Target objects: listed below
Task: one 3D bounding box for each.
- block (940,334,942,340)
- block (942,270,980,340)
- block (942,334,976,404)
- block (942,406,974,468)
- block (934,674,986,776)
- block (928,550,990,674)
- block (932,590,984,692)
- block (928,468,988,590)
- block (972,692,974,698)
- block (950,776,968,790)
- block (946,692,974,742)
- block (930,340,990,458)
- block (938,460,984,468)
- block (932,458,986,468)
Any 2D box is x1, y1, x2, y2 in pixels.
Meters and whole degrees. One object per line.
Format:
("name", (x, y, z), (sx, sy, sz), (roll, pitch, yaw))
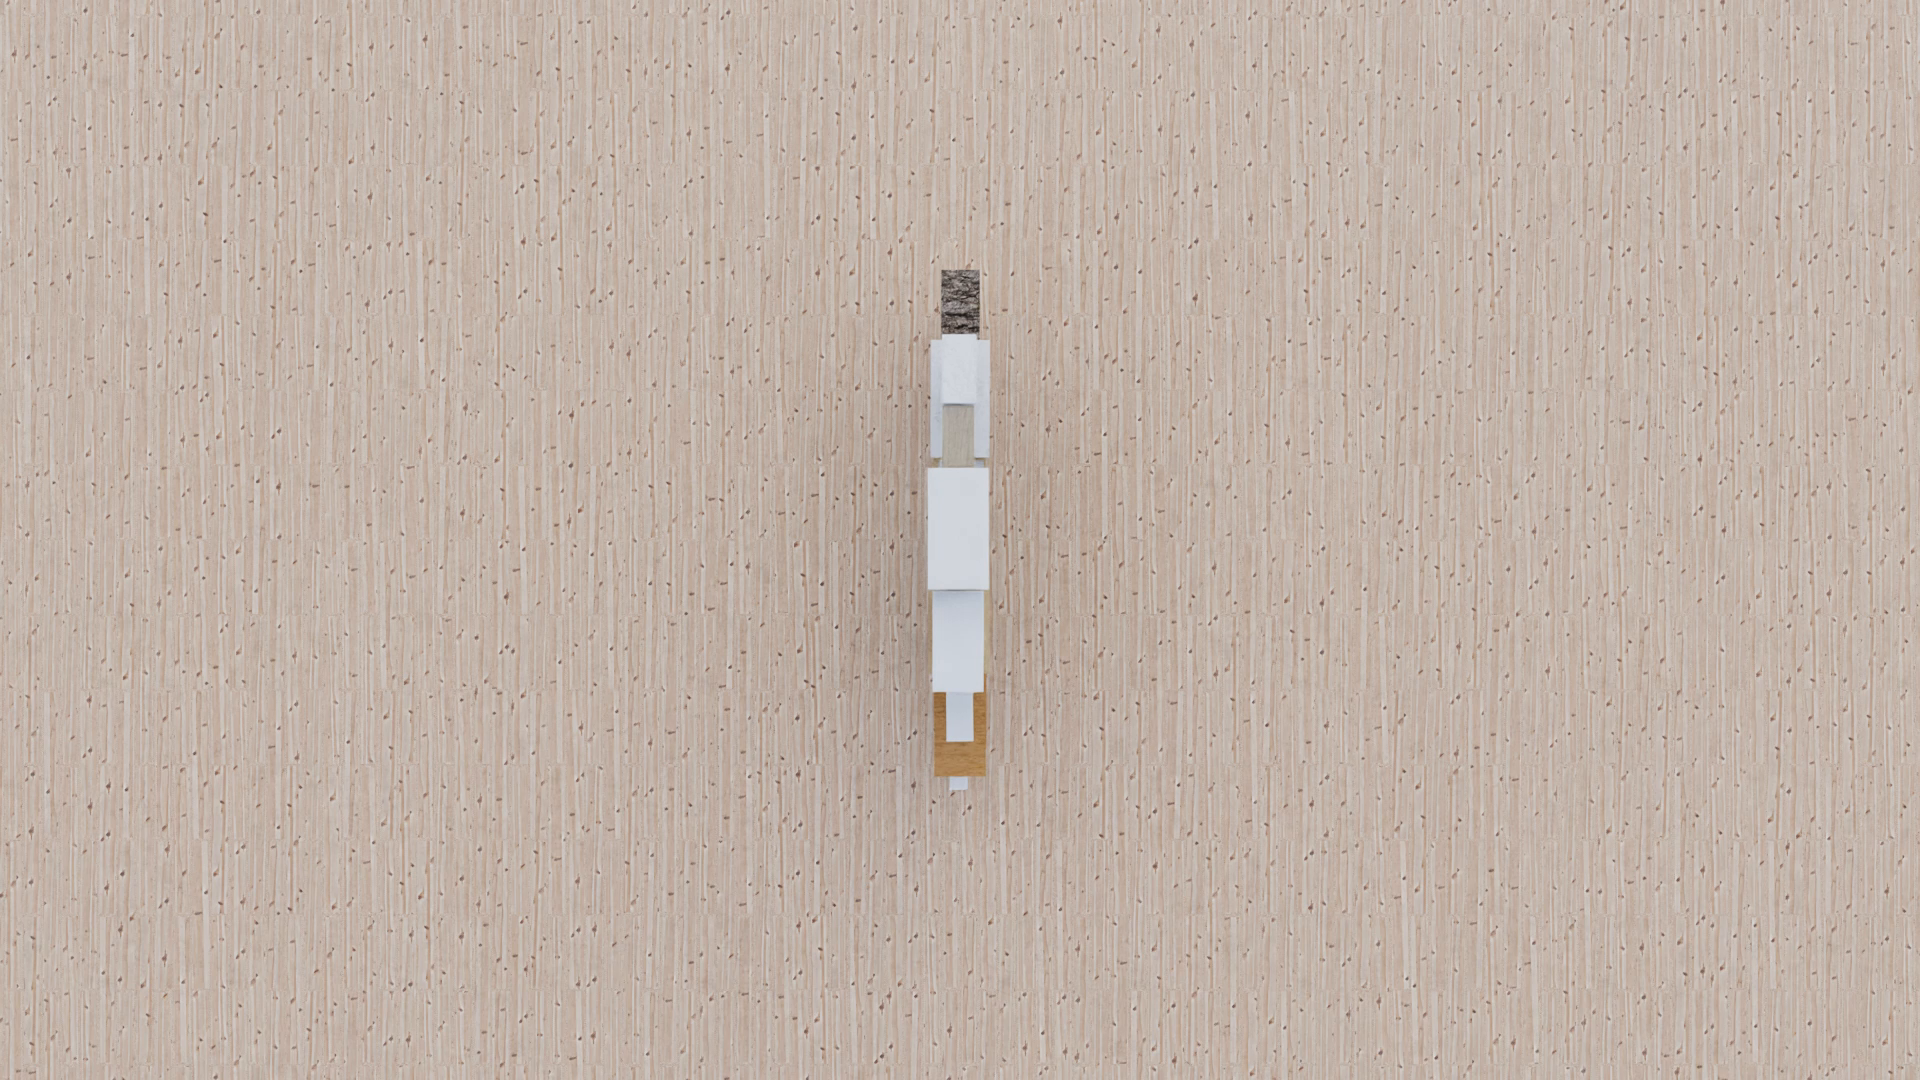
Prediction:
("block", (0.000, -0.528, 5.235), (0.124, 0.035, 0.248), (0, 90, 0))
("block", (0.001, -0.696, 4.970), (0.116, 0.033, 0.231), (0, 90, 0))
("block", (-0.002, -0.470, 4.539), (0.095, 0.027, 0.189), (0, 90, 0))
("block", (-0.005, -0.284, 4.554), (0.088, 0.025, 0.175), (0, 90, 1))
("block", (0.000, 0.540, 4.821), (0.149, 0.042, 0.299), (0, 90, 0))
("block", (-0.004, 0.208, 4.764), (0.176, 0.050, 0.353), (0, 90, 0))
("block", (-0.005, 0.272, 4.448), (0.136, 0.039, 0.272), (0, 90, 0))
("block", (-0.004, -0.030, 4.394), (0.161, 0.046, 0.322), (0, 90, 0))
("block", (0.000, 0.440, 4.725), (0.075, 0.150, 0.021), (0, 90, 0))
("block", (-0.005, 0.753, 5.374), (0.059, 0.017, 0.118), (0, 90, 0))
("block", (-0.001, 0.490, 4.639), (0.075, 0.021, 0.150), (-1, 90, 0))
("block", (0.001, -0.407, 4.766), (0.169, 0.048, 0.338), (0, 90, 0))
("block", (0.003, -0.104, 4.849), (0.130, 0.037, 0.260), (0, 90, 0))
("block", (-0.002, -0.235, 5.150), (0.163, 0.046, 0.327), (0, 90, 0))
